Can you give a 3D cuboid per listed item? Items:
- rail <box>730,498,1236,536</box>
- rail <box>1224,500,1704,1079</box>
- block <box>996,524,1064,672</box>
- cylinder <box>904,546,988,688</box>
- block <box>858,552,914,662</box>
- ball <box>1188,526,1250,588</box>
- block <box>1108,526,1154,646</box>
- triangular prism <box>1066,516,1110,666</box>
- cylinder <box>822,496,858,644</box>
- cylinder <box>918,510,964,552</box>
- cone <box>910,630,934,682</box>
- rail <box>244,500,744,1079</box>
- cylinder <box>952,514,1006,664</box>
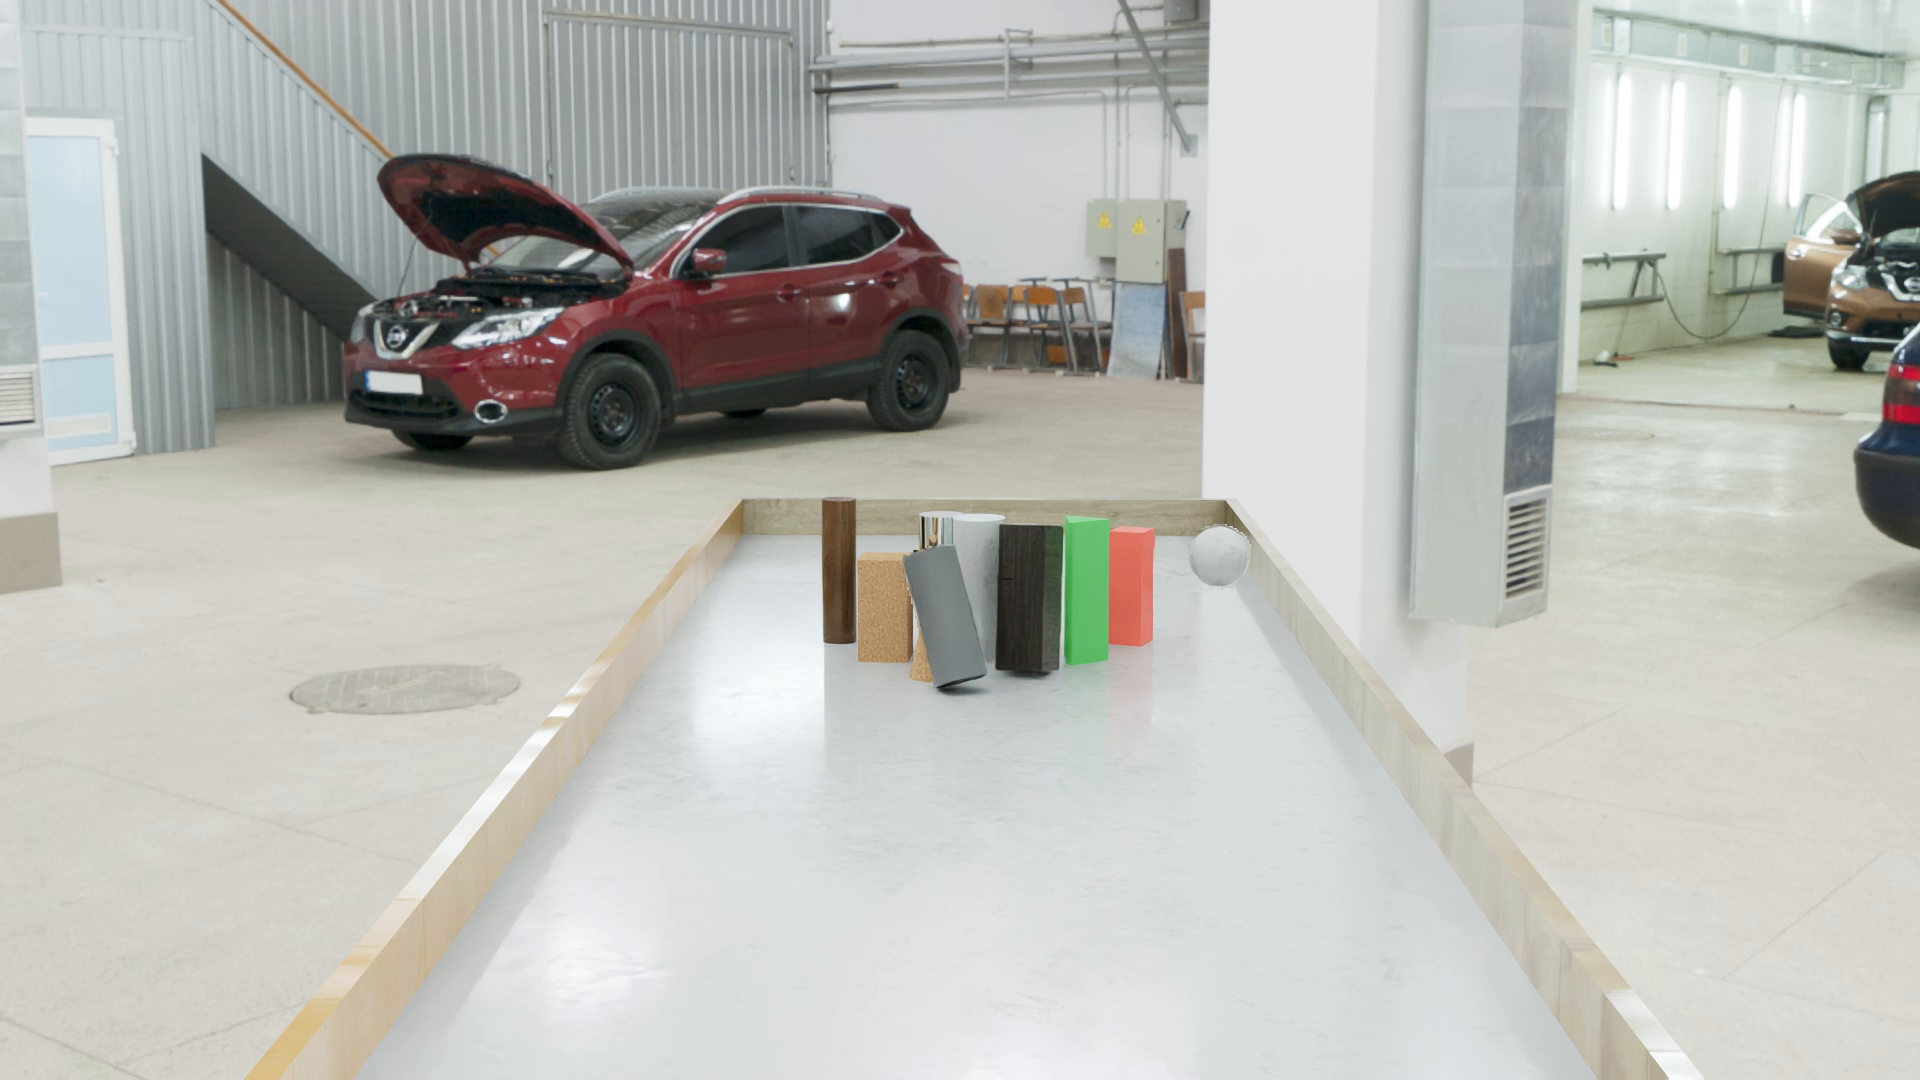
[{"bbox_3d":[0.099,-0.098,9.147,2.100,0.150,0.050,0,9,1],"label":"rail"},{"bbox_3d":[1.046,0.843,3.208,0.050,0.150,12.000,0,9,1],"label":"rail"},{"bbox_3d":[0.206,0.170,6.501,0.147,0.426,0.147,1,0,23],"label":"block"},{"bbox_3d":[-0.042,0.221,6.305,0.155,0.381,0.155,-14,-8,-2],"label":"cylinder"},{"bbox_3d":[-0.227,0.205,6.717,0.152,0.313,0.152,1,9,5],"label":"block"},{"bbox_3d":[0.767,0.050,6.507,0.180,0.180,0.180,0,9,0],"label":"ball"},{"bbox_3d":[0.540,0.145,6.942,0.110,0.360,0.110,4,10,24],"label":"block"},{"bbox_3d":[0.357,0.149,6.681,0.144,0.435,0.125,-6,11,-32],"label":"triangular prism"},{"bbox_3d":[-0.382,0.095,6.953,0.109,0.455,0.109,0,9,0],"label":"cylinder"},{"bbox_3d":[-0.057,0.122,6.931,0.145,0.410,0.145,0,9,0],"label":"cylinder"},{"bbox_3d":[-0.065,0.213,6.445,0.167,0.383,0.167,0,9,0],"label":"cone"},{"bbox_3d":[-1.004,0.839,3.234,0.050,0.150,12.000,0,9,1],"label":"rail"},{"bbox_3d":[0.058,0.146,6.699,0.161,0.434,0.161,0,9,0],"label":"cylinder"}]
